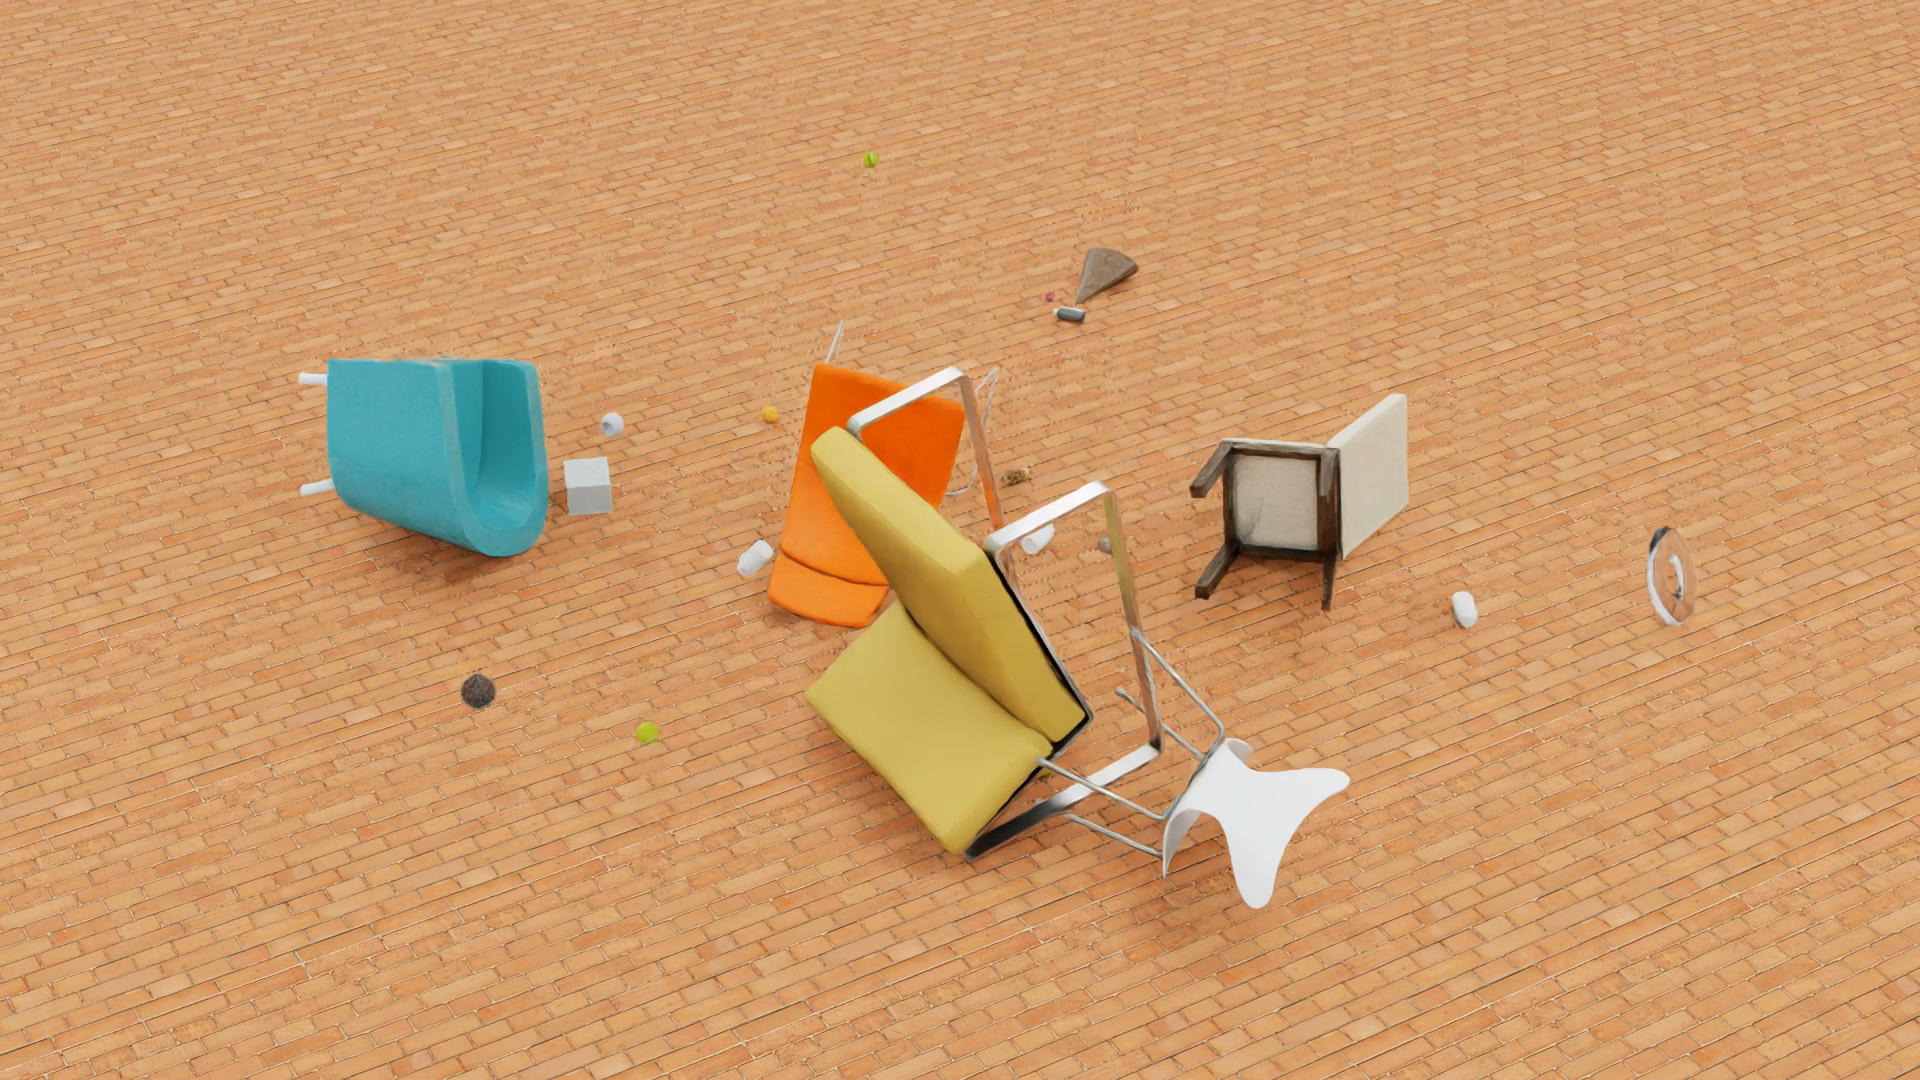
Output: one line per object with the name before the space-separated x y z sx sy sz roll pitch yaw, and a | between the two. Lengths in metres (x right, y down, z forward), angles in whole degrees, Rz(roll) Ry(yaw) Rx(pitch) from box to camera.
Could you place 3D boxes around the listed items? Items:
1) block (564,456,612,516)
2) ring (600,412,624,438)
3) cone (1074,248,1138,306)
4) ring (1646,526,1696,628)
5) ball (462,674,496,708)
block | -1.414 -0.205 11.142 0.163 0.124 0.199 -6 34 -8
ring | -1.286 -0.425 10.835 0.083 0.101 0.057 37 49 11
cone | 0.570 -1.098 12.551 0.260 0.132 0.337 18 49 26
ring | 2.544 0.133 10.481 0.258 0.363 0.053 -3 -5 -39
ball | -1.652 0.519 10.052 0.116 0.116 0.116 0 33 0
